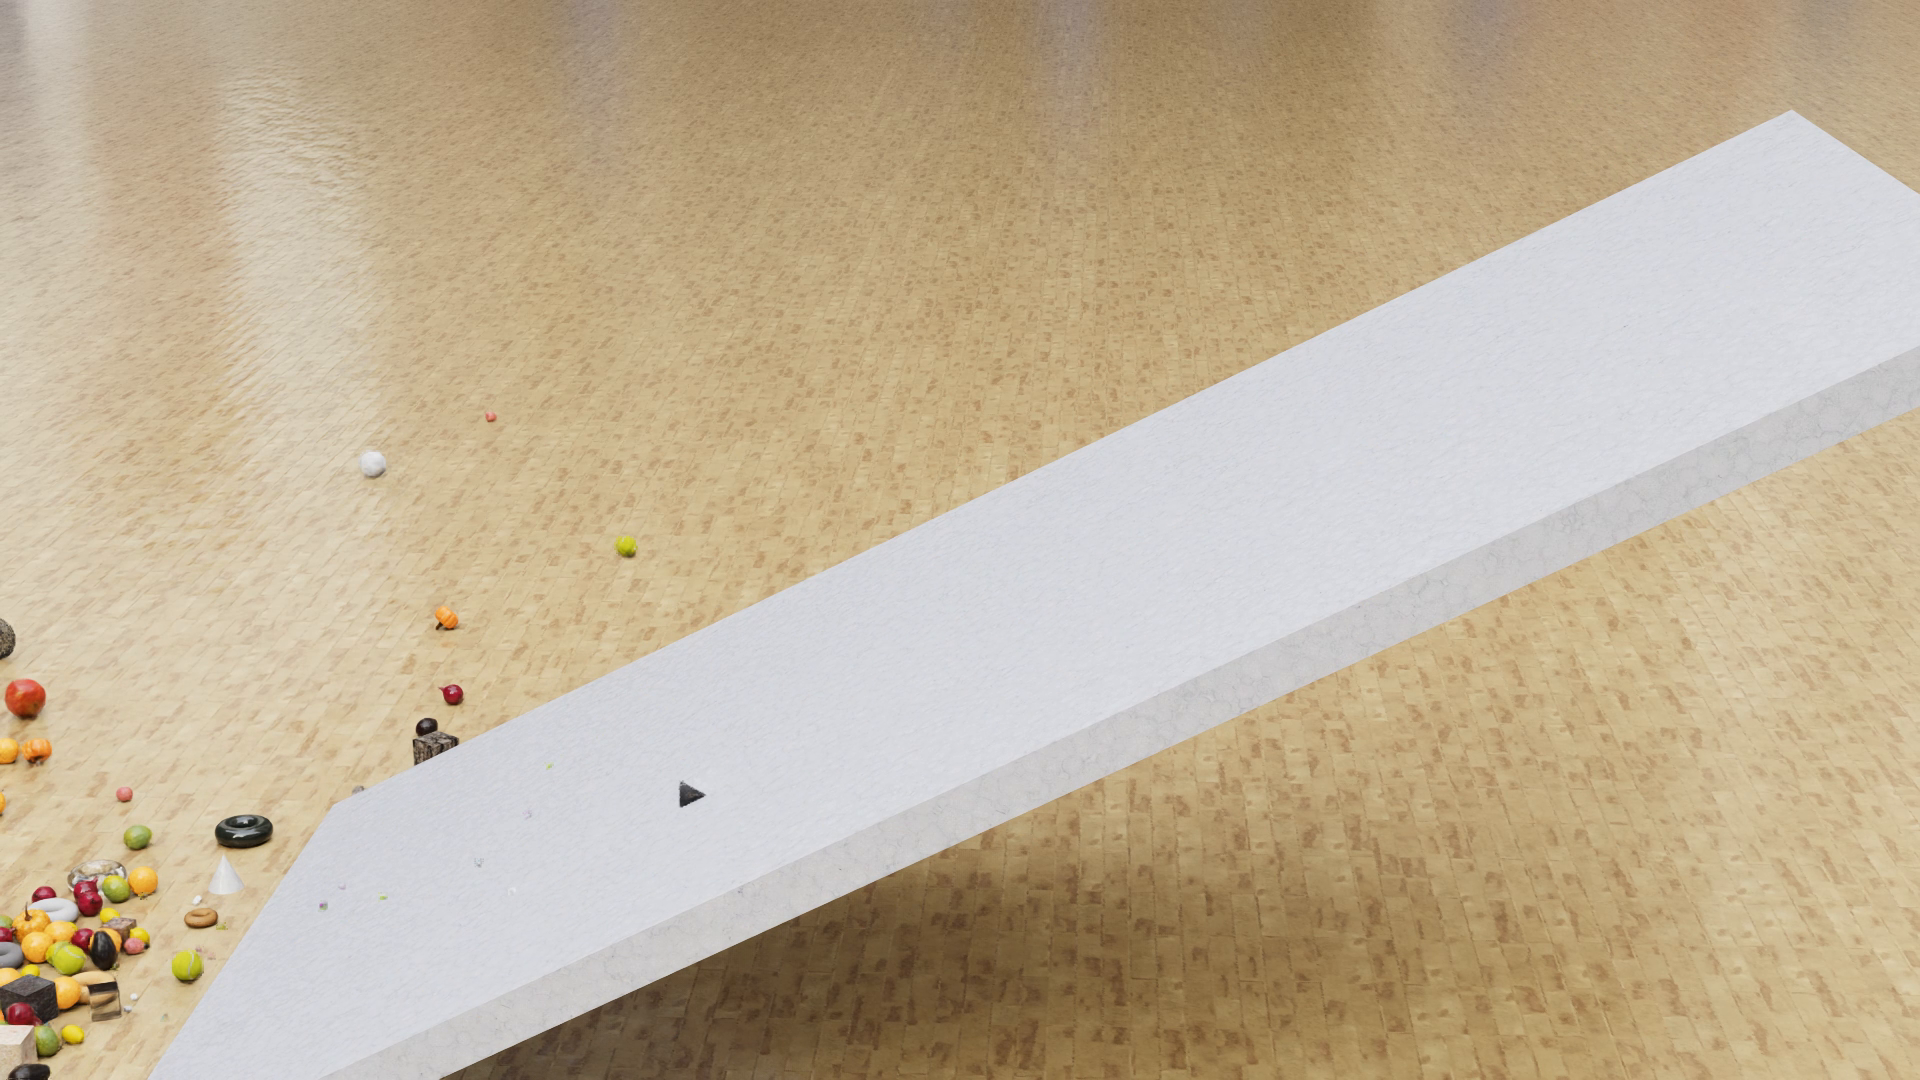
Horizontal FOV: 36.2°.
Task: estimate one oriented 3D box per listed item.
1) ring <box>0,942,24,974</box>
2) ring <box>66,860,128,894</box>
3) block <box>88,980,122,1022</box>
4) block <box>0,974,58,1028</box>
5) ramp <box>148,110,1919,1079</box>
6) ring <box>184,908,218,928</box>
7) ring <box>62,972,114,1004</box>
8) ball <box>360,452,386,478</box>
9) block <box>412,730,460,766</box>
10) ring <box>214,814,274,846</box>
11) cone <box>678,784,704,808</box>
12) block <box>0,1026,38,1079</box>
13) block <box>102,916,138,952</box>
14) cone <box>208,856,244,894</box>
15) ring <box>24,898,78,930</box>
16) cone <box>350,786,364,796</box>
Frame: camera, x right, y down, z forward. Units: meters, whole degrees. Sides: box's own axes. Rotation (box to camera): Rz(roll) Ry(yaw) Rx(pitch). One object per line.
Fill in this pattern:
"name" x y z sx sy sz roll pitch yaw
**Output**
"ring" -2.239 0.973 6.842 0.123 0.041 0.123 -1 18 0
"ring" -2.138 0.836 7.286 0.146 0.049 0.146 -1 18 0
"block" -1.918 1.035 6.594 0.064 0.064 0.064 -6 18 -19
"block" -2.079 1.032 6.568 0.085 0.085 0.085 10 19 30
"ramp" 0.139 0.168 6.281 4.000 0.100 2.000 -25 14 10
"ring" -1.826 0.909 7.078 0.080 0.027 0.080 -1 15 0
"ring" -1.982 1.018 6.694 0.117 0.039 0.117 0 18 0
"ball" -2.179 -0.282 10.923 0.096 0.096 0.096 0 17 0
"block" -1.432 0.585 8.049 0.089 0.089 0.089 13 21 36
"ring" -1.844 0.749 7.573 0.149 0.050 0.149 0 15 0
"cone" -0.546 0.523 6.038 0.054 0.054 0.054 -6 16 8
"block" -2.045 1.104 6.318 0.091 0.091 0.091 1 17 2
"block" -1.985 0.931 6.951 0.058 0.058 0.058 5 17 15
"cone" -1.818 0.818 7.274 0.089 0.089 0.089 0 17 0
"ring" -2.188 0.900 7.083 0.125 0.042 0.125 1 17 0
"cone" -1.578 0.687 7.818 0.059 0.059 0.059 14 -5 38
